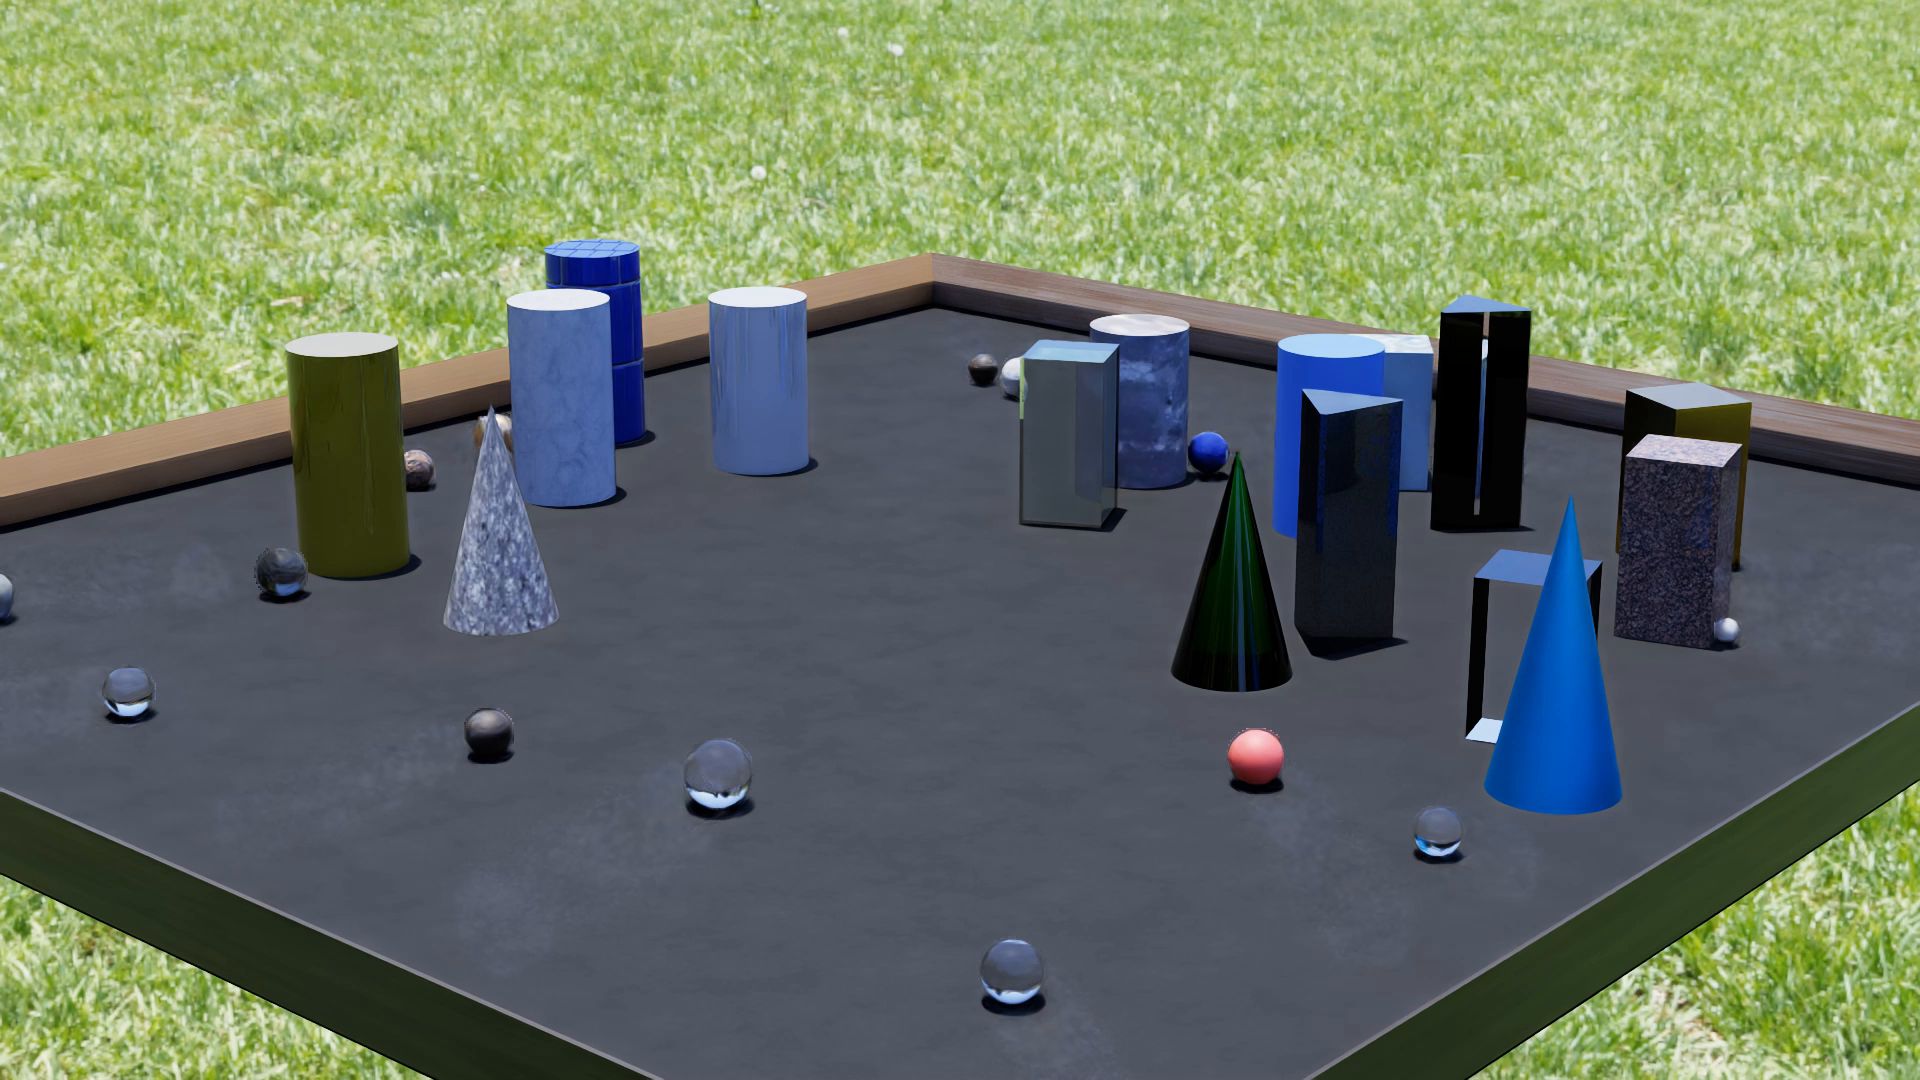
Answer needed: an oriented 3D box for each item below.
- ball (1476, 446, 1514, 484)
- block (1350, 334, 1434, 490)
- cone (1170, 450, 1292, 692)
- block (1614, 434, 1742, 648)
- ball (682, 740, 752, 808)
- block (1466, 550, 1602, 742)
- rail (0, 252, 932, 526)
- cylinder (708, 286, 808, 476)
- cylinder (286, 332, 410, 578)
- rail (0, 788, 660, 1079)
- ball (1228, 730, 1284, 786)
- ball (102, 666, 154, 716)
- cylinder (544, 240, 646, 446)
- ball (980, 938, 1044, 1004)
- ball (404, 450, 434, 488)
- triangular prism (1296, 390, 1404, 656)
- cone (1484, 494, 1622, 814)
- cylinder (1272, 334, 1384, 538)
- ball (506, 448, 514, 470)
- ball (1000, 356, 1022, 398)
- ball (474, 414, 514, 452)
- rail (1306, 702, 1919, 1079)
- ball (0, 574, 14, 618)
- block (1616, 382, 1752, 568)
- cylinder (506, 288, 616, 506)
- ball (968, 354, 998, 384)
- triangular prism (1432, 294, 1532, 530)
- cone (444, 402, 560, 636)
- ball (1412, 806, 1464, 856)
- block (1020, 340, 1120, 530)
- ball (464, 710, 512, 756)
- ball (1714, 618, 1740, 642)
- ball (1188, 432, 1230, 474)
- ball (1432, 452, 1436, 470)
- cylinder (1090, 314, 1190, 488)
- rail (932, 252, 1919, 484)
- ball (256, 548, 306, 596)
[{"bbox_3d":[1.060,-0.149,5.818,0.074,0.074,0.074,0,17,0],"label":"ball"},{"bbox_3d":[0.847,-0.255,5.816,0.158,0.277,0.158,1,17,4],"label":"block"},{"bbox_3d":[0.440,0.033,4.692,0.197,0.375,0.197,0,17,0],"label":"cone"},{"bbox_3d":[1.202,0.000,4.910,0.158,0.312,0.158,8,18,24],"label":"block"},{"bbox_3d":[-0.345,0.333,4.176,0.099,0.099,0.099,0,17,0],"label":"ball"},{"bbox_3d":[0.872,0.167,4.453,0.158,0.257,0.158,7,18,23],"label":"block"},{"bbox_3d":[-1.223,-0.274,6.137,0.045,0.128,3.564,14,22,39],"label":"rail"},{"bbox_3d":[-0.407,-0.323,5.929,0.197,0.344,0.197,0,17,0],"label":"cylinder"},{"bbox_3d":[-1.098,-0.155,5.266,0.197,0.403,0.197,0,17,0],"label":"cylinder"},{"bbox_3d":[-1.153,0.415,3.849,3.287,0.128,0.045,14,22,39],"label":"rail"},{"bbox_3d":[0.430,0.316,4.262,0.081,0.081,0.081,0,17,0],"label":"ball"},{"bbox_3d":[-1.288,0.235,4.538,0.078,0.078,0.078,0,17,0],"label":"ball"},{"bbox_3d":[-0.762,-0.413,6.129,0.197,0.399,0.197,0,17,0],"label":"cylinder"},{"bbox_3d":[0.064,0.526,3.571,0.079,0.079,0.079,0,17,0],"label":"ball"},{"bbox_3d":[-1.074,-0.140,5.785,0.075,0.075,0.075,0,17,0],"label":"ball"},{"bbox_3d":[0.612,-0.037,4.864,0.171,0.410,0.148,-11,20,-32],"label":"triangular prism"},{"bbox_3d":[0.860,0.147,4.189,0.197,0.447,0.197,0,17,0],"label":"cone"},{"bbox_3d":[0.688,-0.192,5.482,0.197,0.351,0.197,0,17,0],"label":"cylinder"},{"bbox_3d":[-0.920,-0.156,5.864,0.060,0.060,0.060,0,17,0],"label":"ball"},{"bbox_3d":[0.134,-0.361,6.496,0.089,0.089,0.089,0,17,0],"label":"ball"},{"bbox_3d":[-0.950,-0.213,6.001,0.092,0.092,0.092,0,17,0],"label":"ball"},{"bbox_3d":[1.223,0.339,4.103,0.045,0.128,3.564,14,22,39],"label":"rail"},{"bbox_3d":[-1.654,0.094,4.988,0.087,0.087,0.087,0,17,0],"label":"ball"},{"bbox_3d":[1.304,-0.111,5.289,0.158,0.307,0.158,-6,18,-20],"label":"block"},{"bbox_3d":[-0.774,-0.278,5.706,0.197,0.387,0.197,0,17,0],"label":"cylinder"},{"bbox_3d":[0.053,-0.386,6.616,0.067,0.067,0.067,0,17,0],"label":"ball"},{"bbox_3d":[0.964,-0.243,5.535,0.171,0.418,0.148,-2,17,-6],"label":"triangular prism"},{"bbox_3d":[-0.784,-0.049,4.958,0.197,0.380,0.197,0,17,0],"label":"cone"},{"bbox_3d":[0.654,0.399,4.011,0.068,0.068,0.068,0,17,0],"label":"ball"},{"bbox_3d":[0.208,-0.201,5.560,0.158,0.323,0.158,4,17,14],"label":"block"},{"bbox_3d":[-0.703,0.288,4.375,0.070,0.070,0.070,0,17,0],"label":"ball"},{"bbox_3d":[1.271,0.150,4.864,0.042,0.042,0.042,0,17,0],"label":"ball"},{"bbox_3d":[0.497,-0.175,5.864,0.083,0.083,0.083,0,17,0],"label":"ball"},{"bbox_3d":[0.978,-0.152,5.811,0.085,0.085,0.085,0,17,0],"label":"ball"},{"bbox_3d":[0.355,-0.278,5.840,0.197,0.308,0.197,0,17,0],"label":"cylinder"},{"bbox_3d":[1.153,-0.351,6.391,3.287,0.128,0.045,14,22,39],"label":"rail"},{"bbox_3d":[-1.184,0.056,5.118,0.085,0.085,0.085,0,17,0],"label":"ball"}]
